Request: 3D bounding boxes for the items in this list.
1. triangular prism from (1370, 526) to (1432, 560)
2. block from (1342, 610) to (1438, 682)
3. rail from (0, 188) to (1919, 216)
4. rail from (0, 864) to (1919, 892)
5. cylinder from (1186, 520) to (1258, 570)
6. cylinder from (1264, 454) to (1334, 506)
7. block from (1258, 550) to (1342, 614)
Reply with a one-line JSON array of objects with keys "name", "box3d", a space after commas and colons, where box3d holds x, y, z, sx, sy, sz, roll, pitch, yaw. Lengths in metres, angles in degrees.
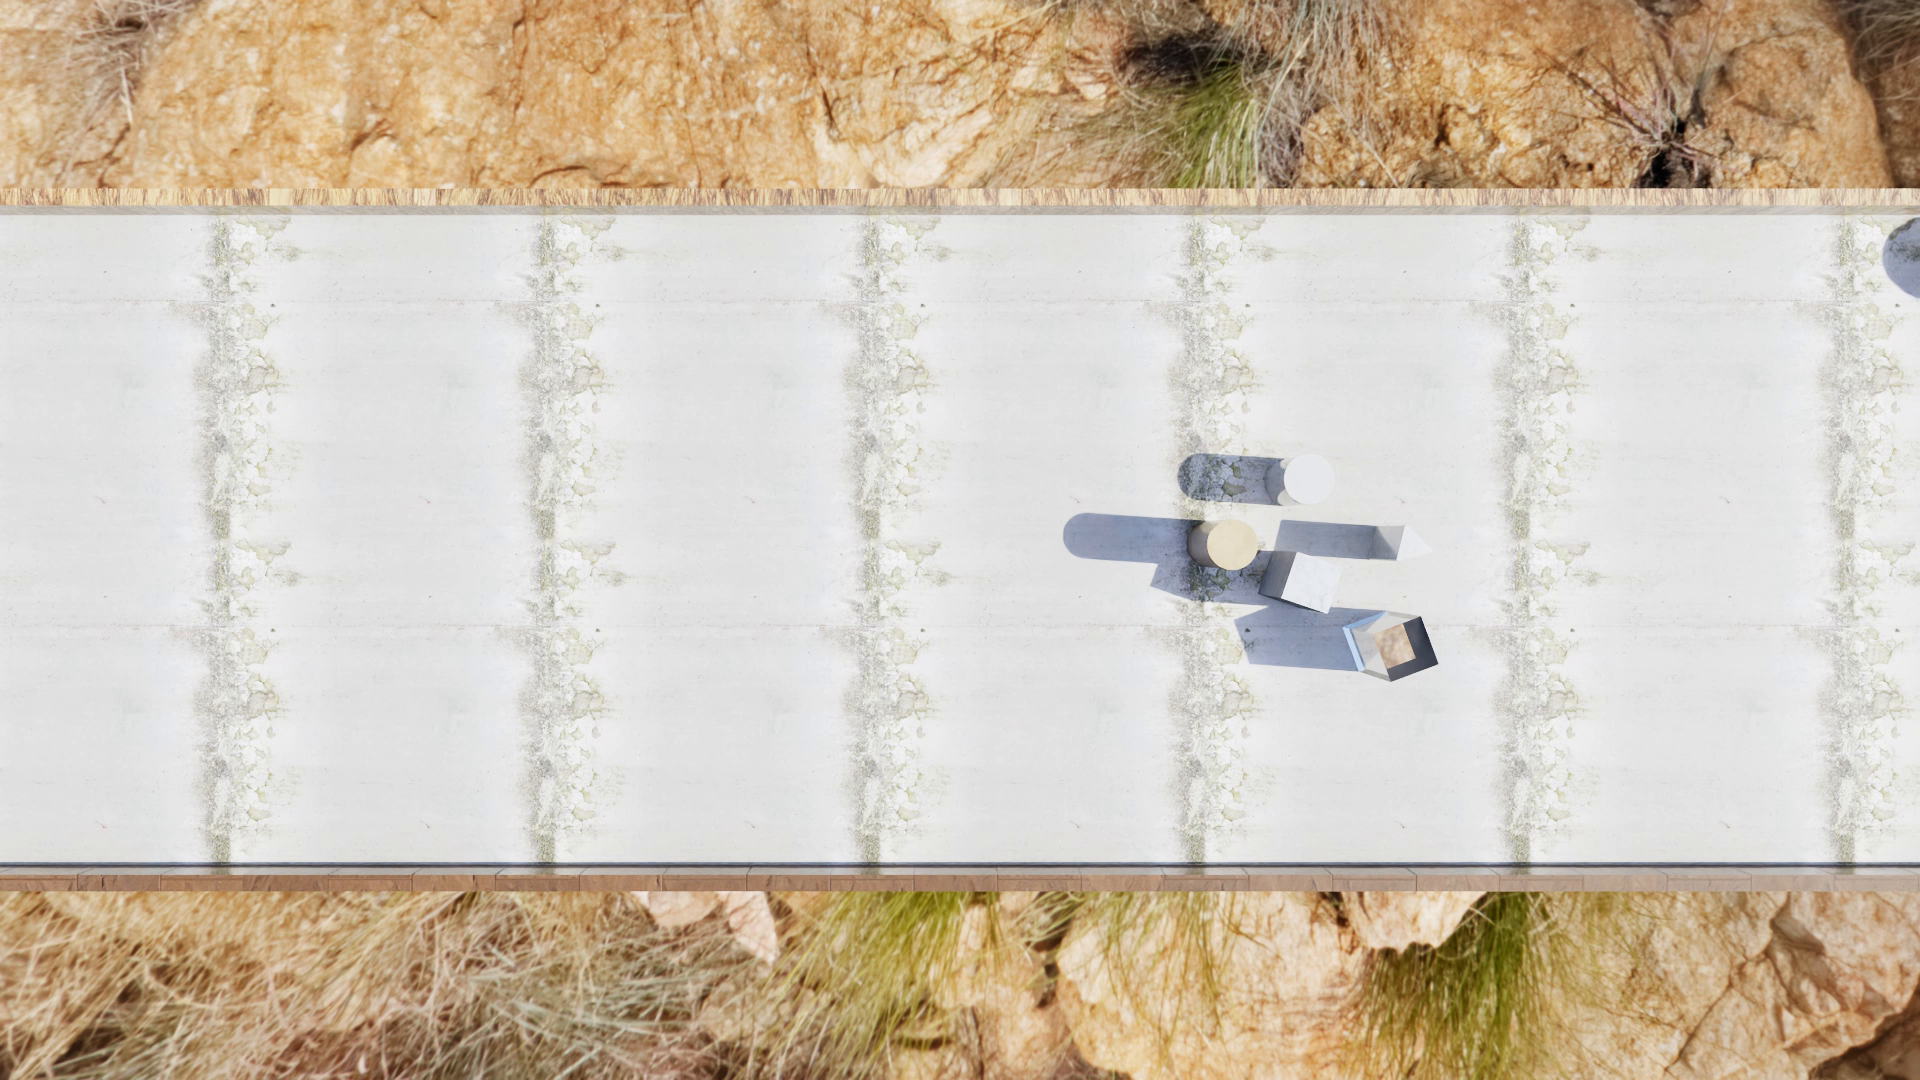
[{"name": "triangular prism", "box3d": [1.297, 0.001, 4.913, 0.106, 0.327, 0.092, -16, 90, 0]}, {"name": "block", "box3d": [1.271, 0.311, 4.889, 0.146, 0.375, 0.146, -20, 90, 0]}, {"name": "rail", "box3d": [-2.247, -1.025, 5.002, 12.000, 0.150, 0.050, 0, 90, 0]}, {"name": "rail", "box3d": [-2.247, 1.025, 5.001, 12.000, 0.150, 0.050, 0, 90, 0]}, {"name": "cylinder", "box3d": [0.769, 0.013, 4.865, 0.144, 0.424, 0.144, 0, 90, 0]}, {"name": "cylinder", "box3d": [1.012, -0.177, 4.926, 0.147, 0.300, 0.147, 0, 90, 0]}, {"name": "block", "box3d": [1.005, 0.122, 4.891, 0.140, 0.370, 0.140, 19, 90, 0]}]
